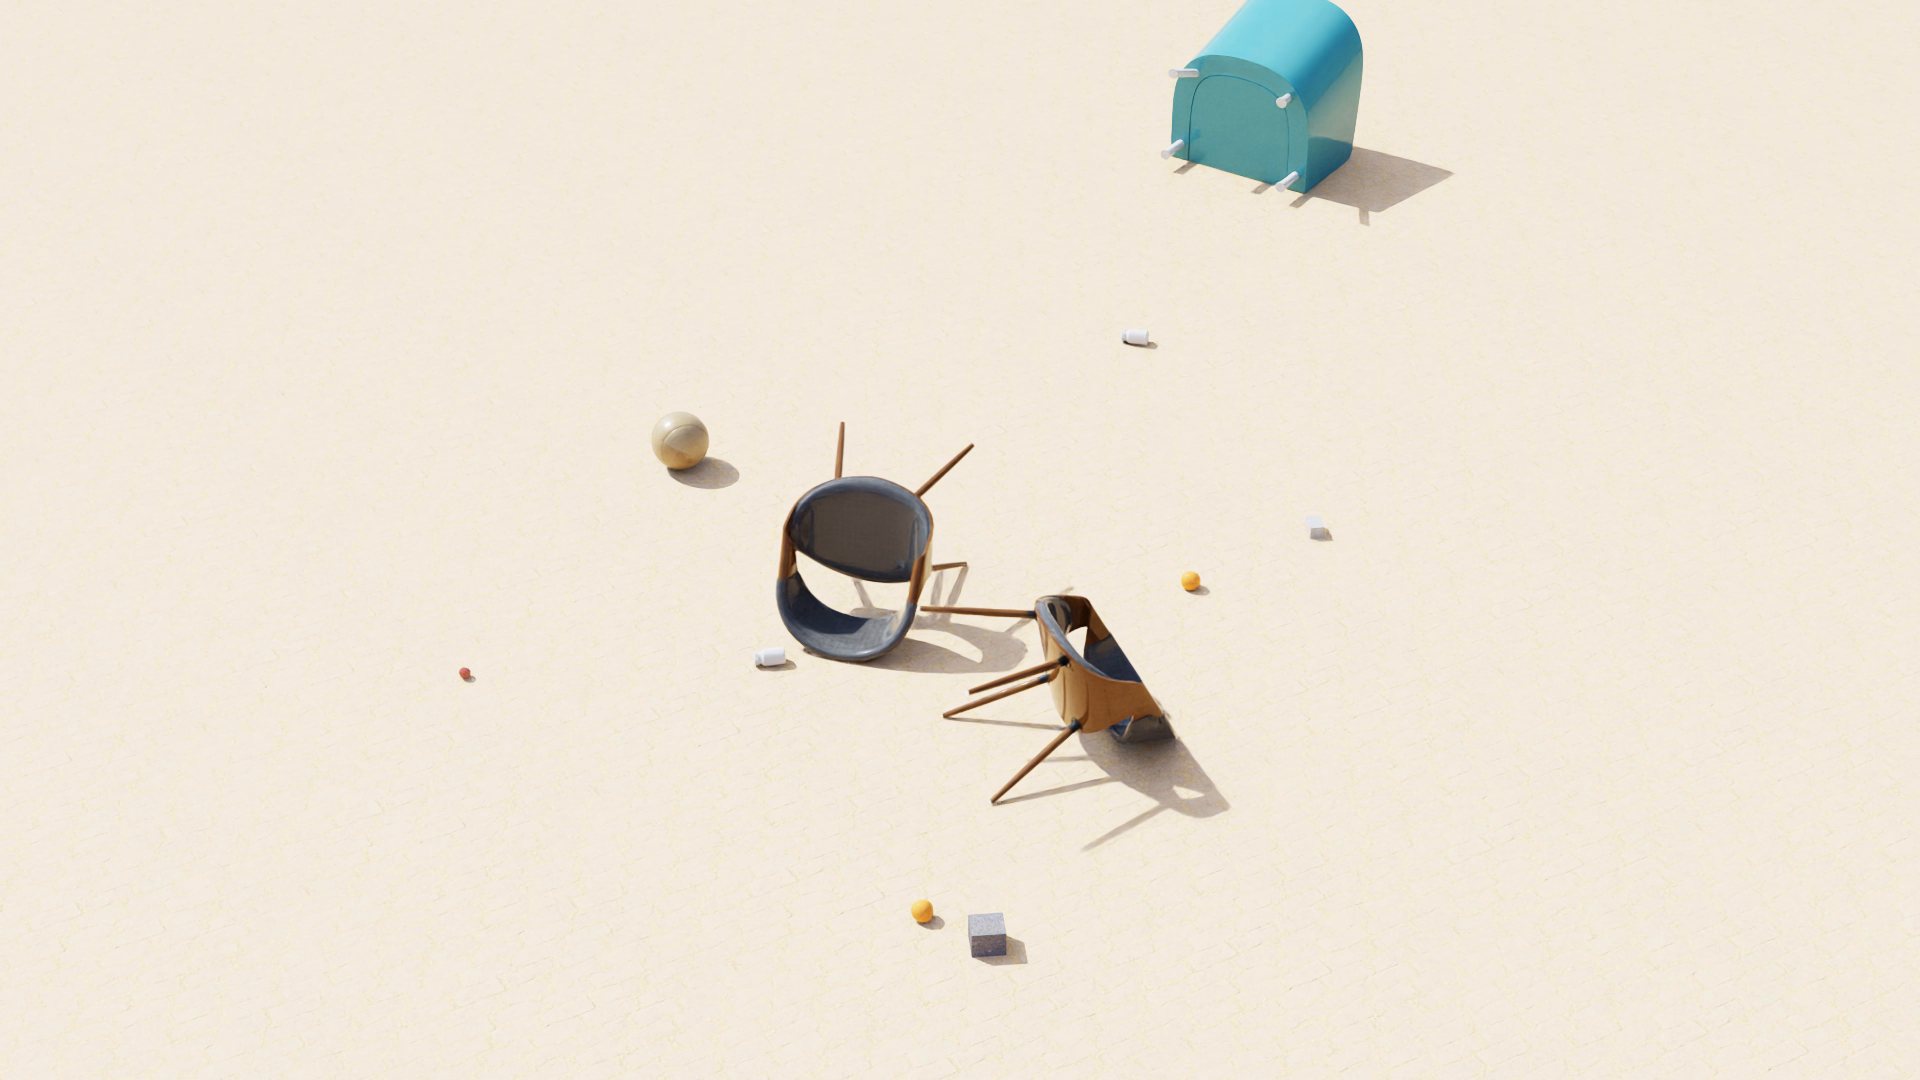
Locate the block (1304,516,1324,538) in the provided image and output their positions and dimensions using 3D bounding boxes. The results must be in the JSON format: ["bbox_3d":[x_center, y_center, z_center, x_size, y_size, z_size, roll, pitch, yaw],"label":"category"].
[{"bbox_3d":[1.328,-0.048,10.974,0.054,0.048,0.080,-5,34,-7],"label":"block"}]

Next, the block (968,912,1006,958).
[{"bbox_3d":[0.084,1.215,9.021,0.107,0.087,0.100,-3,34,-5],"label":"block"}]

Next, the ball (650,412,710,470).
[{"bbox_3d":[-1.080,-0.385,11.323,0.226,0.226,0.226,0,33,0],"label":"ball"}]
